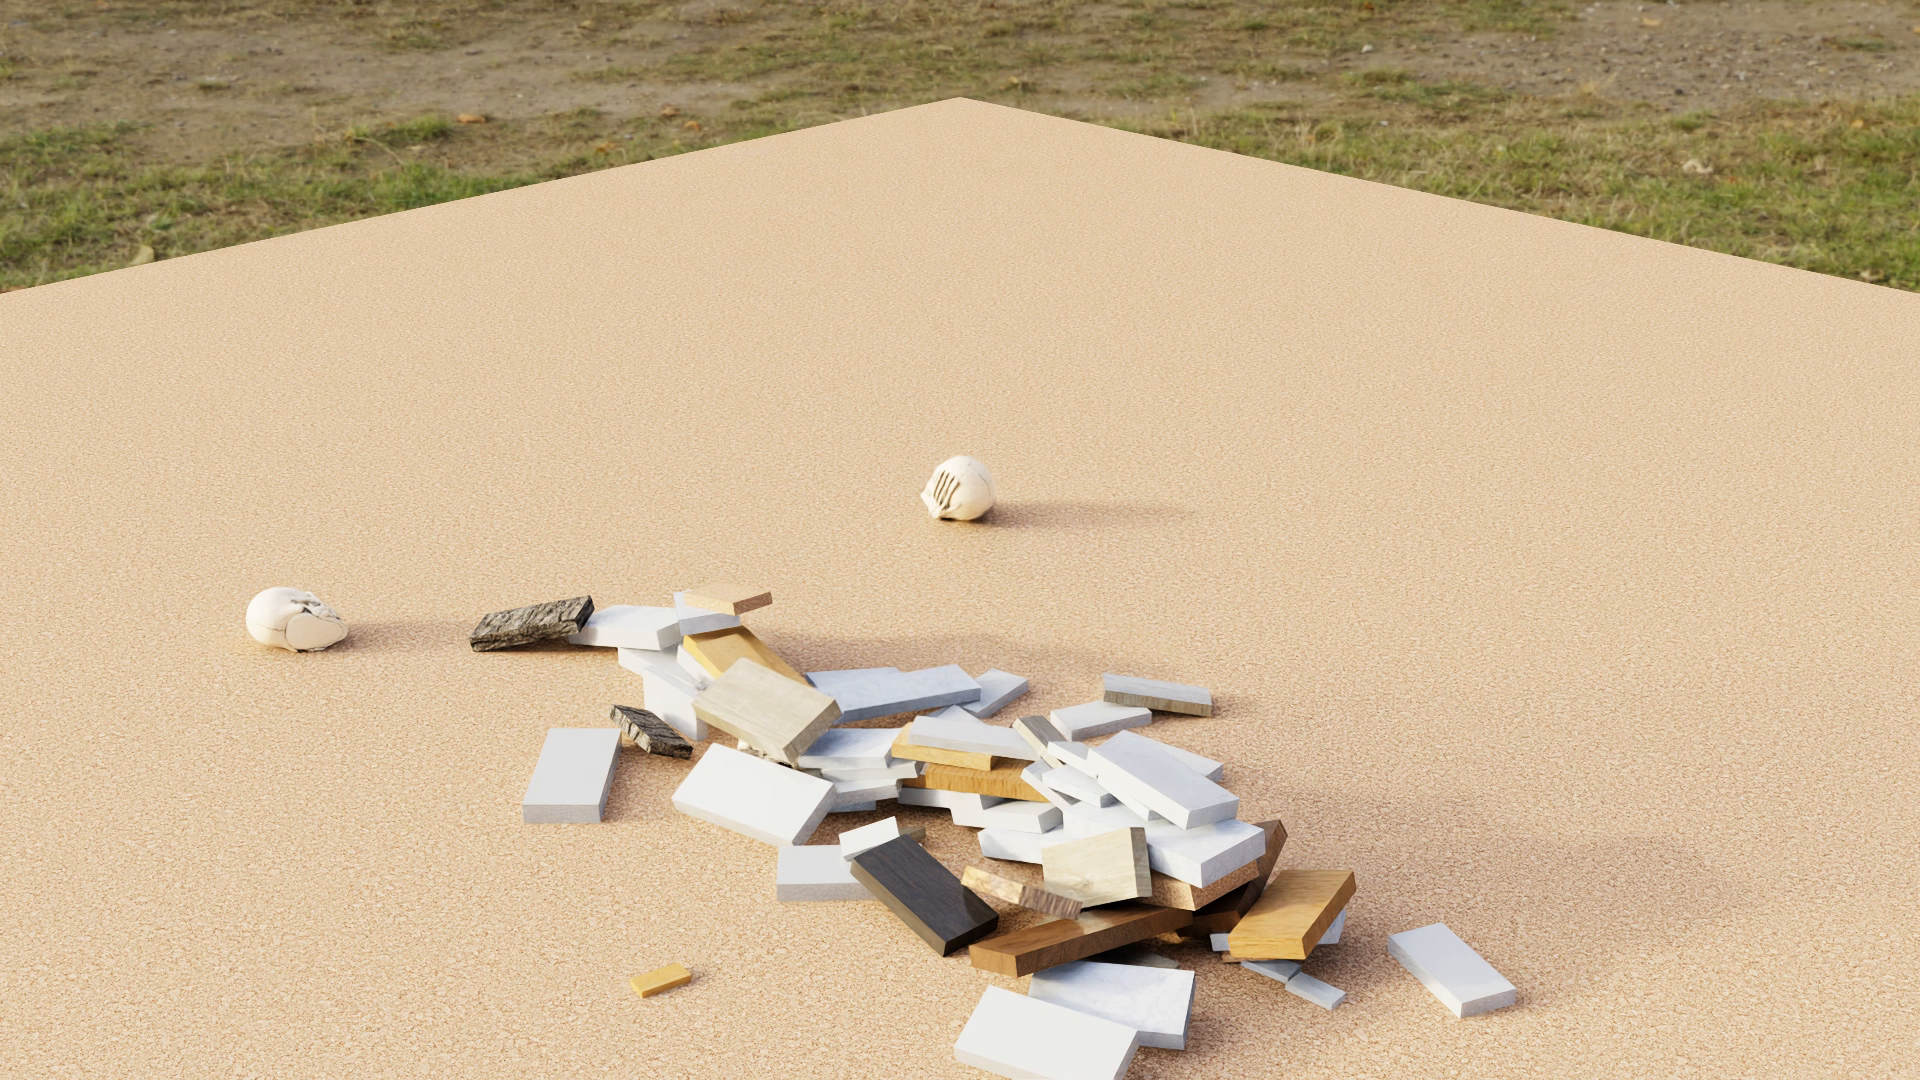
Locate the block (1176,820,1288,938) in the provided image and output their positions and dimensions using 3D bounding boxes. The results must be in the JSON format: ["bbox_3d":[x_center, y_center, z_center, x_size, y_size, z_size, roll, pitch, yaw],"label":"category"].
[{"bbox_3d":[0.501,0.625,4.077,0.139,0.039,0.277,-16,22,33],"label":"block"}]

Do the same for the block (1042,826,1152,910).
[{"bbox_3d":[0.247,0.606,4.012,0.035,0.124,0.264,5,-18,-35],"label":"block"}]

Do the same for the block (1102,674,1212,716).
[{"bbox_3d":[0.434,0.342,4.865,0.237,0.028,0.099,8,19,-2],"label":"block"}]

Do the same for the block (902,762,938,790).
[{"bbox_3d":[-0.073,0.472,4.501,0.105,0.030,0.211,-21,12,-38],"label":"block"}]

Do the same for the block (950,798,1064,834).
[{"bbox_3d":[0.113,0.529,4.329,0.126,0.036,0.251,-21,13,-40],"label":"block"}]

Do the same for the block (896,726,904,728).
[{"bbox_3d":[-0.058,0.440,4.620,0.163,0.081,0.023,5,24,12],"label":"block"}]

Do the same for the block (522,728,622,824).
[{"bbox_3d":[-0.800,0.486,4.559,0.153,0.043,0.323,0,23,0],"label":"block"}]

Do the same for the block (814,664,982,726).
[{"bbox_3d":[-0.138,0.335,4.794,0.371,0.031,0.109,-7,29,-32],"label":"block"}]

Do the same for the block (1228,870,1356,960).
[{"bbox_3d":[0.597,0.667,3.938,0.139,0.039,0.277,-4,15,31],"label":"block"}]

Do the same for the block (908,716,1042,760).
[{"bbox_3d":[0.035,0.392,4.350,0.264,0.023,0.080,7,23,9],"label":"block"}]

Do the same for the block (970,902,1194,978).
[{"bbox_3d":[0.218,0.698,3.890,0.399,0.038,0.134,-9,4,-35],"label":"block"}]

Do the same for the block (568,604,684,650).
[{"bbox_3d":[-0.752,0.202,5.125,0.320,0.045,0.160,1,17,41],"label":"block"}]

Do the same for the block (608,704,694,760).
[{"bbox_3d":[-0.664,0.410,4.706,0.102,0.029,0.203,15,10,-39],"label":"block"}]

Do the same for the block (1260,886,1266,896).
[{"bbox_3d":[0.464,0.661,4.163,0.228,0.032,0.114,2,23,4],"label":"block"}]

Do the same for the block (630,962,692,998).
[{"bbox_3d":[-0.531,0.781,3.902,0.096,0.014,0.048,-14,27,-30],"label":"block"}]

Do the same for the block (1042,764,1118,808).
[{"bbox_3d":[0.239,0.463,4.167,0.079,0.022,0.157,-17,22,-38],"label":"block"}]

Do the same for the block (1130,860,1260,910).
[{"bbox_3d":[0.367,0.614,4.072,0.171,0.049,0.343,-20,11,-38],"label":"block"}]

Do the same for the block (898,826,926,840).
[{"bbox_3d":[-0.124,0.580,4.296,0.069,0.020,0.138,-1,1,21],"label":"block"}]

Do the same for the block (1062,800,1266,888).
[{"bbox_3d":[0.372,0.535,4.034,0.171,0.049,0.343,-20,24,-38],"label":"block"}]

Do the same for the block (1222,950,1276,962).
[{"bbox_3d":[0.524,0.741,3.957,0.095,0.014,0.048,-7,14,22],"label":"block"}]

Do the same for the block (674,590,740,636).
[{"bbox_3d":[-0.576,0.157,4.997,0.134,0.038,0.267,-10,13,-8],"label":"block"}]

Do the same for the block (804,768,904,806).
[{"bbox_3d":[-0.220,0.493,4.446,0.211,0.030,0.105,-10,25,13],"label":"block"}]

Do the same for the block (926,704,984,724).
[{"bbox_3d":[-0.010,0.401,4.742,0.081,0.023,0.163,-20,21,-22],"label":"block"}]

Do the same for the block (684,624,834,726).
[{"bbox_3d":[-0.439,0.302,4.822,0.134,0.038,0.393,-18,41,-38],"label":"block"}]

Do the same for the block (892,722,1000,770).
[{"bbox_3d":[-0.023,0.410,4.379,0.203,0.029,0.102,7,23,16],"label":"block"}]

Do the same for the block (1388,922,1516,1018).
[{"bbox_3d":[0.874,0.765,3.917,0.114,0.032,0.228,-9,25,-21],"label":"block"}]

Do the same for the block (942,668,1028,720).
[{"bbox_3d":[0.056,0.347,4.908,0.099,0.028,0.197,16,28,32],"label":"block"}]

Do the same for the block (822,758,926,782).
[{"bbox_3d":[-0.168,0.445,4.445,0.203,0.029,0.102,-6,26,21],"label":"block"}]

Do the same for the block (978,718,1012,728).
[{"bbox_3d":[0.051,0.410,4.774,0.113,0.016,0.057,5,24,12],"label":"block"}]

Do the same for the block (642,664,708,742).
[{"bbox_3d":[-0.621,0.354,4.795,0.029,0.102,0.203,-19,29,-37],"label":"block"}]

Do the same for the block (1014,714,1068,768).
[{"bbox_3d":[0.179,0.401,4.307,0.075,0.021,0.150,-1,37,-46],"label":"block"}]

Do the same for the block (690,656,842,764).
[{"bbox_3d":[-0.399,0.346,4.514,0.306,0.043,0.153,20,53,43],"label":"block"}]

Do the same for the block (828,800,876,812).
[{"bbox_3d":[-0.235,0.496,4.553,0.105,0.030,0.211,-3,23,-6],"label":"block"}]

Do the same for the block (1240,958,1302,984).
[{"bbox_3d":[0.558,0.763,3.944,0.095,0.014,0.048,17,28,34],"label":"block"}]

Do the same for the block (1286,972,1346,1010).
[{"bbox_3d":[0.626,0.794,3.872,0.095,0.014,0.048,19,30,38],"label":"block"}]

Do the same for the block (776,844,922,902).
[{"bbox_3d":[-0.210,0.636,4.211,0.276,0.039,0.138,-1,23,-2],"label":"block"}]

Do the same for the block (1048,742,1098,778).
[{"bbox_3d":[0.245,0.421,4.210,0.079,0.022,0.157,5,11,-35],"label":"block"}]

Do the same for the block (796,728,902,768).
[{"bbox_3d":[-0.219,0.422,4.455,0.203,0.029,0.102,-2,27,27],"label":"block"}]

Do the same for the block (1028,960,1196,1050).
[{"bbox_3d":[0.256,0.793,3.770,0.277,0.039,0.139,2,39,15],"label":"block"}]

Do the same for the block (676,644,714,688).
[{"bbox_3d":[-0.469,0.313,4.875,0.160,0.045,0.320,-18,41,-38],"label":"block"}]

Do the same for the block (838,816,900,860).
[{"bbox_3d":[-0.173,0.574,4.225,0.113,0.016,0.057,-18,41,2],"label":"block"}]

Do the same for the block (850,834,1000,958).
[{"bbox_3d":[-0.067,0.658,4.087,0.134,0.038,0.267,-20,43,-38],"label":"block"}]

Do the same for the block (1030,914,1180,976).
[{"bbox_3d":[0.238,0.757,3.925,0.276,0.039,0.138,16,28,33],"label":"block"}]

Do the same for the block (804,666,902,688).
[{"bbox_3d":[-0.225,0.326,4.915,0.219,0.031,0.109,-2,22,-25],"label":"block"}]

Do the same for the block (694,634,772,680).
[{"bbox_3d":[-0.475,0.286,4.771,0.109,0.031,0.219,-14,39,-34],"label":"block"}]

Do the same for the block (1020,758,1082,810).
[{"bbox_3d":[0.201,0.483,4.232,0.159,0.023,0.080,37,32,21],"label":"block"}]

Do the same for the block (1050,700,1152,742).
[{"bbox_3d":[0.309,0.388,4.810,0.197,0.028,0.099,-10,25,-23],"label":"block"}]

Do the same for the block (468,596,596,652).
[{"bbox_3d":[-1.006,0.196,5.170,0.267,0.038,0.134,-10,21,12],"label":"block"}]

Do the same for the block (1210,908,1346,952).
[{"bbox_3d":[0.577,0.698,3.986,0.228,0.032,0.114,-8,14,19],"label":"block"}]

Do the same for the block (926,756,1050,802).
[{"bbox_3d":[0.071,0.459,4.344,0.251,0.036,0.126,5,22,17],"label":"block"}]

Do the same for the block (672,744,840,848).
[{"bbox_3d":[-0.412,0.516,4.412,0.306,0.043,0.153,15,52,31],"label":"block"}]

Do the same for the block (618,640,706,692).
[{"bbox_3d":[-0.618,0.289,5.022,0.160,0.045,0.320,-21,31,-41],"label":"block"}]

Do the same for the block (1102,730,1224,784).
[{"bbox_3d":[0.412,0.471,4.605,0.247,0.035,0.124,17,28,34],"label":"block"}]

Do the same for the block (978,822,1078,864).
[{"bbox_3d":[0.216,0.569,4.229,0.171,0.049,0.343,-22,14,-41],"label":"block"}]

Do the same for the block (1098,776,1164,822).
[{"bbox_3d":[0.333,0.470,4.069,0.079,0.022,0.158,-3,23,-33],"label":"block"}]

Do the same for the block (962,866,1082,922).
[{"bbox_3d":[0.110,0.643,4.005,0.124,0.035,0.247,19,-7,-22],"label":"block"}]

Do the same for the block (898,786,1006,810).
[{"bbox_3d":[-0.001,0.500,4.439,0.126,0.036,0.251,-22,13,-41],"label":"block"}]

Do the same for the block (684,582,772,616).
[{"bbox_3d":[-0.521,0.131,4.928,0.102,0.029,0.203,-18,16,-36],"label":"block"}]

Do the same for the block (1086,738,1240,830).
[{"bbox_3d":[0.373,0.448,4.060,0.134,0.038,0.267,-7,25,-40],"label":"block"}]

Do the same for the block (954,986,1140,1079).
[{"bbox_3d":[0.145,0.844,3.668,0.276,0.039,0.138,12,44,25],"label":"block"}]
